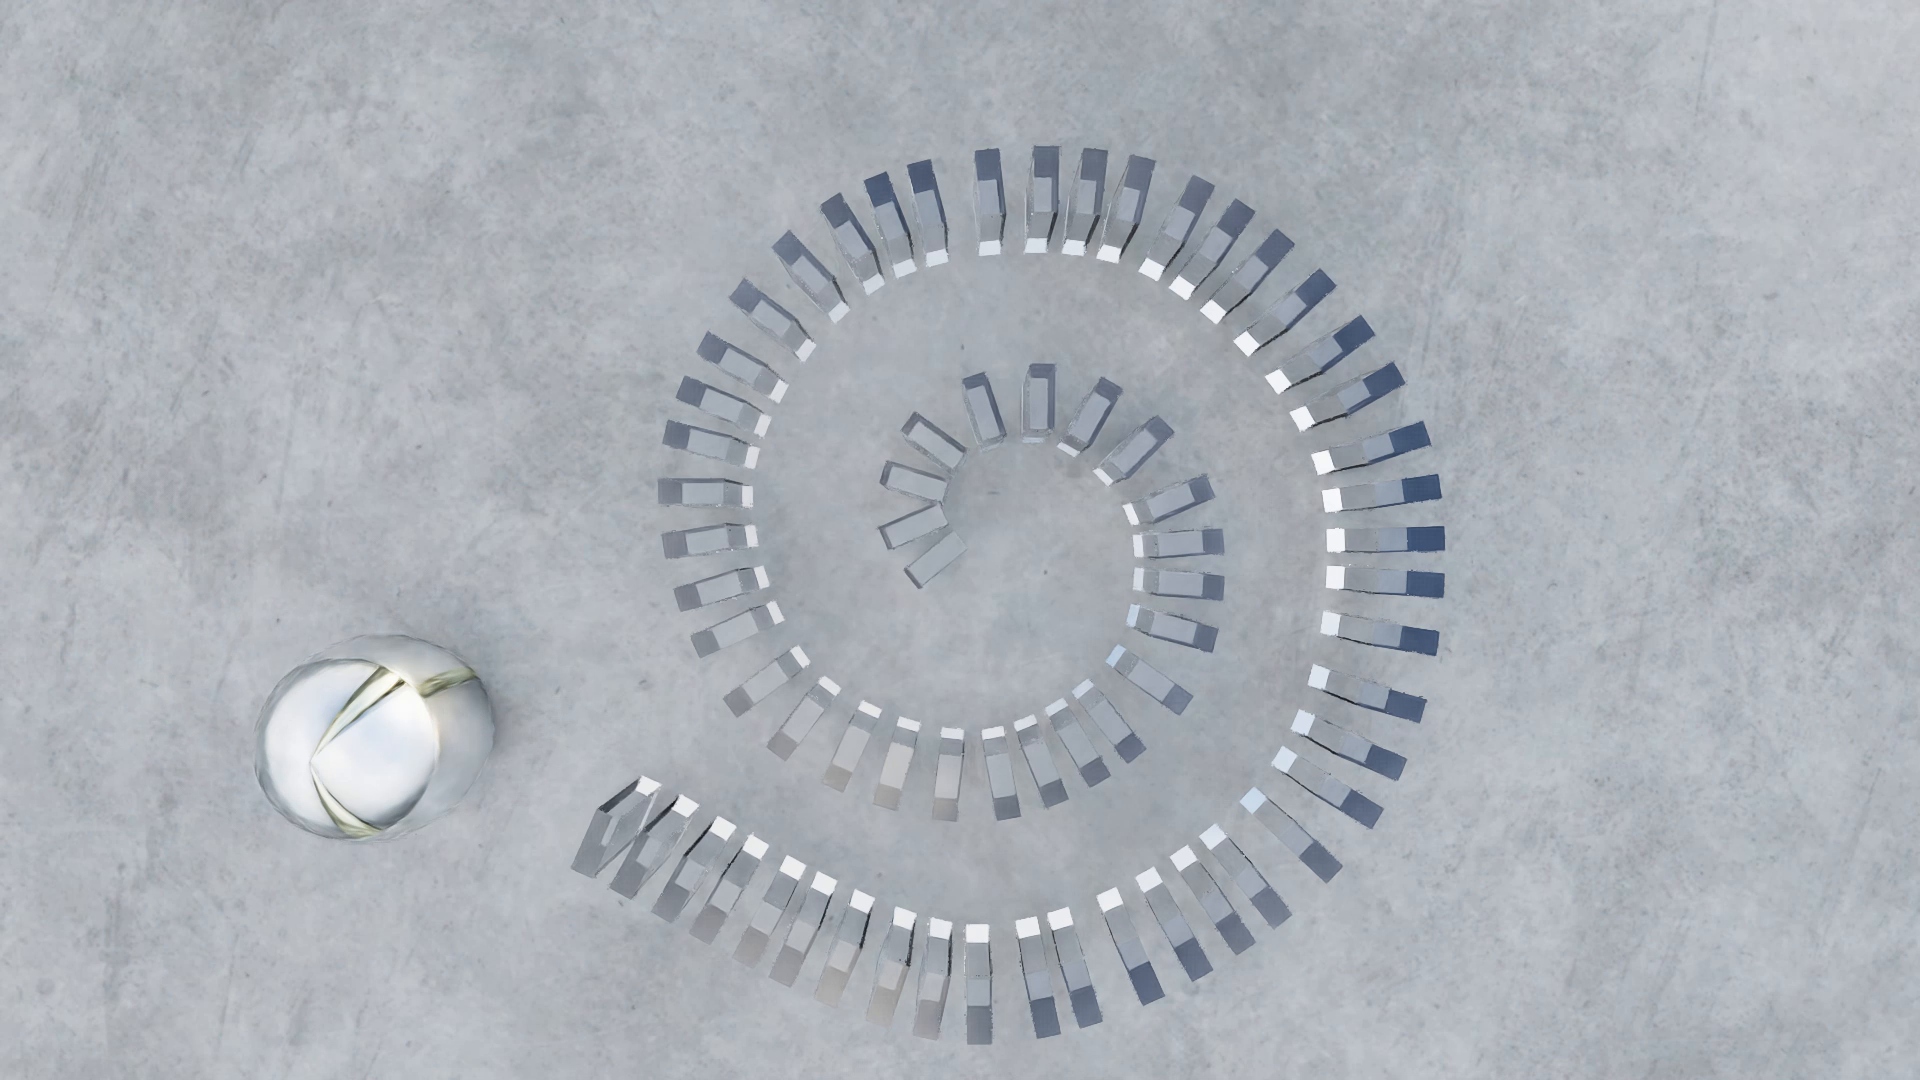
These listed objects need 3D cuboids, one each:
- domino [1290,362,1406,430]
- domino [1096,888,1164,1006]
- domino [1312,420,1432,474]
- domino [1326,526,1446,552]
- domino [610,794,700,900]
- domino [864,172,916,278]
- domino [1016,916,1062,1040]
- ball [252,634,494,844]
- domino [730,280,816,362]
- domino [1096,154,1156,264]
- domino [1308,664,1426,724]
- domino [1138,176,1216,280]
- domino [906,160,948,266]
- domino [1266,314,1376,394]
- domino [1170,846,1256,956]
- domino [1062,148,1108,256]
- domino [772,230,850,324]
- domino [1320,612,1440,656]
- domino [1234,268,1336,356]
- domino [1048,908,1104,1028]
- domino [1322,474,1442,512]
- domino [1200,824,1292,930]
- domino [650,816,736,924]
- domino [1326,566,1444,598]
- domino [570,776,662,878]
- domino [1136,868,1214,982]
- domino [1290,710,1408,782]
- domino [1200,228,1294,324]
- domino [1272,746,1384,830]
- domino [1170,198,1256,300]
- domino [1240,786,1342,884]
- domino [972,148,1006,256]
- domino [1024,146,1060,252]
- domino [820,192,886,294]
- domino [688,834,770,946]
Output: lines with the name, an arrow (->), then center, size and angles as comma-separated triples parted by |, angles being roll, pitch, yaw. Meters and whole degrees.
domino -> 0.157, -0.058, 0.375 | 0.025, 0.050, 0.009 | -30, 90, 0
domino -> 0.069, 0.165, 0.375 | 0.010, 0.050, 0.025 | -24, 90, 0
domino -> 0.167, -0.037, 0.375 | 0.025, 0.050, 0.010 | -19, 90, 0
domino -> 0.173, 0.000, 0.375 | 0.025, 0.050, 0.009 | -2, 90, 0
domino -> -0.124, 0.124, 0.375 | 0.010, 0.050, 0.025 | 29, 90, 0
domino -> -0.028, -0.127, 0.375 | 0.010, 0.050, 0.025 | -22, 90, 0
domino -> 0.031, 0.178, 0.375 | 0.009, 0.050, 0.025 | -12, 90, 0
ball -> -0.228, 0.077, 0.360 | 0.080, 0.080, 0.080 | 0, 90, 0
domino -> -0.075, -0.089, 0.375 | 0.025, 0.050, 0.009 | 37, 90, 0
domino -> 0.067, -0.134, 0.375 | 0.009, 0.050, 0.025 | 14, 90, 0
domino -> 0.165, 0.062, 0.375 | 0.025, 0.050, 0.010 | 16, 90, 0
domino -> 0.088, -0.126, 0.375 | 0.009, 0.050, 0.025 | 27, 90, 0
domino -> -0.013, -0.132, 0.375 | 0.010, 0.050, 0.025 | -15, 90, 0
domino -> 0.146, -0.075, 0.375 | 0.025, 0.050, 0.010 | -37, 90, 0
domino -> 0.102, 0.146, 0.375 | 0.010, 0.050, 0.025 | -34, 90, 0
domino -> 0.051, -0.137, 0.375 | 0.010, 0.050, 0.025 | 7, 90, 0
domino -> -0.060, -0.106, 0.375 | 0.009, 0.050, 0.025 | -44, 90, 0
domino -> 0.170, 0.038, 0.375 | 0.025, 0.050, 0.010 | 9, 90, 0
domino -> 0.132, -0.092, 0.375 | 0.025, 0.050, 0.009 | -43, 90, 0
domino -> 0.047, 0.174, 0.375 | 0.009, 0.050, 0.025 | -18, 90, 0
domino -> 0.171, -0.019, 0.375 | 0.025, 0.050, 0.009 | -9, 90, 0
domino -> 0.116, 0.136, 0.375 | 0.009, 0.050, 0.025 | -38, 90, 0
domino -> -0.108, 0.134, 0.375 | 0.009, 0.050, 0.025 | 30, 90, 0
domino -> 0.173, 0.017, 0.375 | 0.025, 0.050, 0.010 | 3, 90, 0
domino -> -0.140, 0.116, 0.375 | 0.009, 0.050, 0.025 | 24, 90, 0
domino -> 0.087, 0.156, 0.375 | 0.010, 0.050, 0.025 | -29, 90, 0
domino -> 0.158, 0.083, 0.375 | 0.025, 0.050, 0.010 | 23, 90, 0
domino -> 0.116, -0.107, 0.375 | 0.010, 0.050, 0.025 | 41, 90, 0
domino -> 0.149, 0.100, 0.375 | 0.025, 0.050, 0.010 | 31, 90, 0
domino -> 0.102, -0.118, 0.375 | 0.010, 0.050, 0.025 | 35, 90, 0
domino -> 0.134, 0.119, 0.375 | 0.025, 0.050, 0.010 | 43, 90, 0
domino -> 0.012, -0.137, 0.375 | 0.009, 0.050, 0.025 | -6, 90, 0
domino -> 0.033, -0.138, 0.375 | 0.010, 0.050, 0.025 | 0, 90, 0
domino -> -0.043, -0.120, 0.375 | 0.009, 0.050, 0.025 | -33, 90, 0
domino -> -0.093, 0.142, 0.375 | 0.010, 0.050, 0.025 | 30, 90, 0
